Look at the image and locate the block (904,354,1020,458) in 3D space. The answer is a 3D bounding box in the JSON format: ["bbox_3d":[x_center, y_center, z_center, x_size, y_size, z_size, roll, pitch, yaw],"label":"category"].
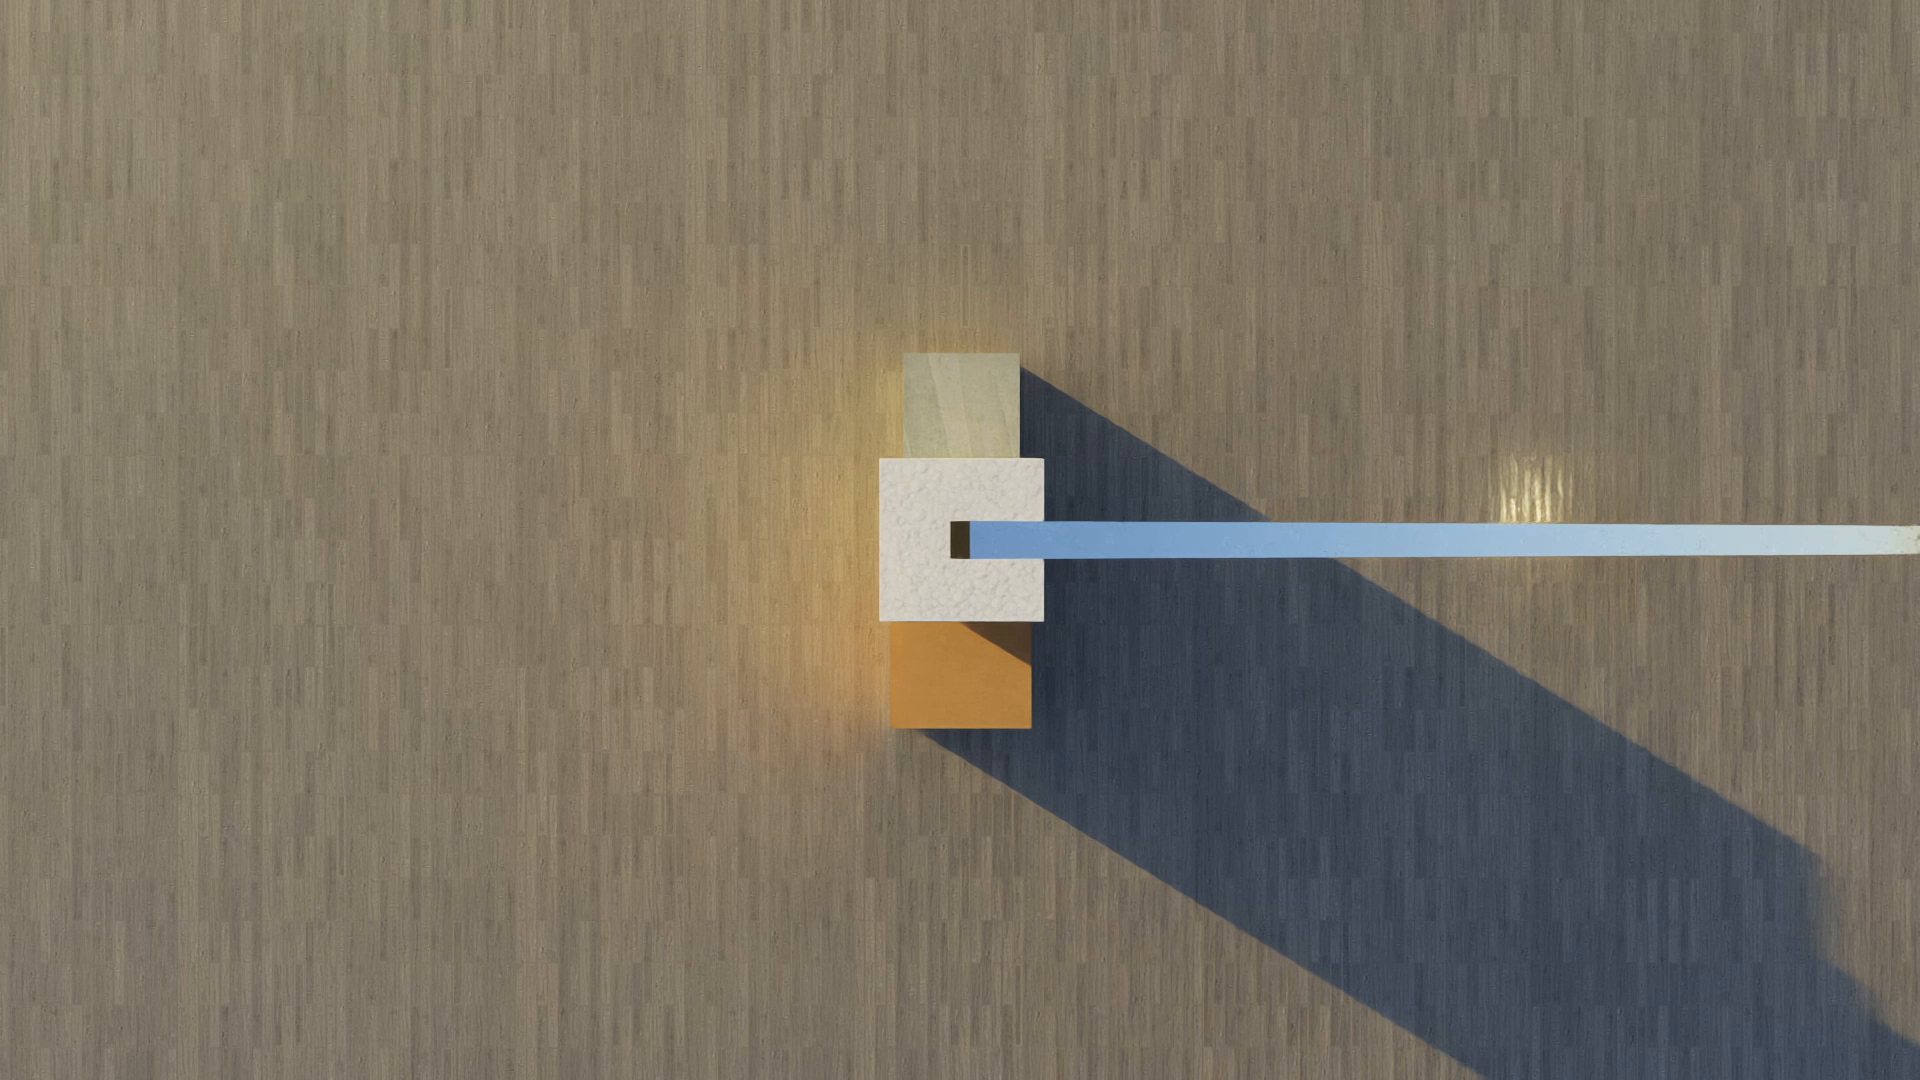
[{"bbox_3d":[0.009,-0.747,12.655,0.650,0.691,0.597,0,90,0],"label":"block"}]

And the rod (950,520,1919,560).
[{"bbox_3d":[2.212,0.000,6.011,5.200,0.080,0.080,0,90,-32],"label":"rod"}]

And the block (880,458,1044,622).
[{"bbox_3d":[0.008,0.000,9.376,0.680,0.604,0.671,0,90,0],"label":"block"}]

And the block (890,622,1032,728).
[{"bbox_3d":[0.004,0.688,12.598,0.783,0.803,0.715,0,90,0],"label":"block"}]
